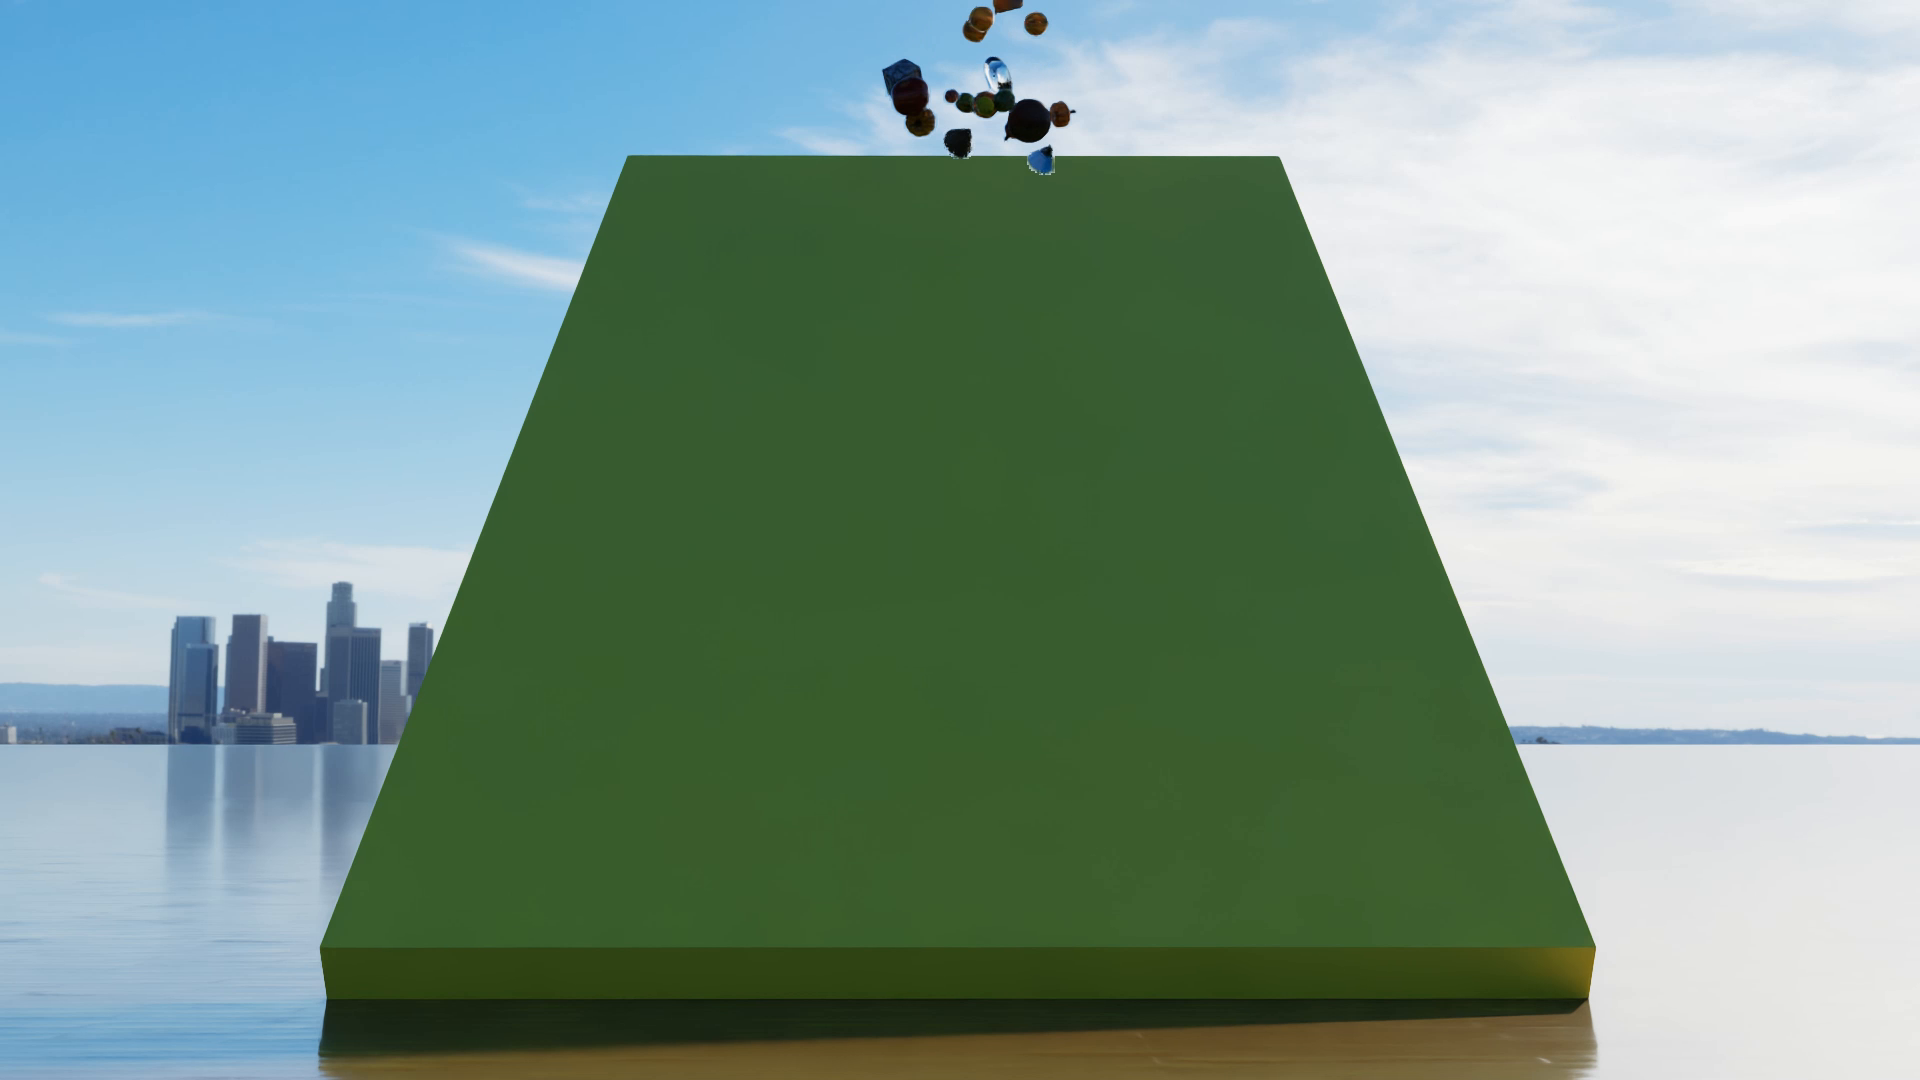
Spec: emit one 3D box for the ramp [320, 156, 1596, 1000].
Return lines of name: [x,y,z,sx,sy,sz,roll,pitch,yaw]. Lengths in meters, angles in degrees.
ramp: [-0.011,-0.226,5.518,2.000,0.100,4.000,0,27,0]

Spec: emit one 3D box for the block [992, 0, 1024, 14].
block: [0.140,-1.656,7.197,0.087,0.087,0.087,-13,21,7]

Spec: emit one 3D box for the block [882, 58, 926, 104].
block: [-0.167,-1.364,7.041,0.083,0.083,0.083,-32,44,-19]

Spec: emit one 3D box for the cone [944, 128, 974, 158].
cone: [0.014,-1.207,7.080,0.094,0.094,0.094,2,-21,-21]

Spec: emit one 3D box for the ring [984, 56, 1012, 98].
ring: [0.116,-1.412,7.235,0.044,0.132,0.132,-25,2,-15]
